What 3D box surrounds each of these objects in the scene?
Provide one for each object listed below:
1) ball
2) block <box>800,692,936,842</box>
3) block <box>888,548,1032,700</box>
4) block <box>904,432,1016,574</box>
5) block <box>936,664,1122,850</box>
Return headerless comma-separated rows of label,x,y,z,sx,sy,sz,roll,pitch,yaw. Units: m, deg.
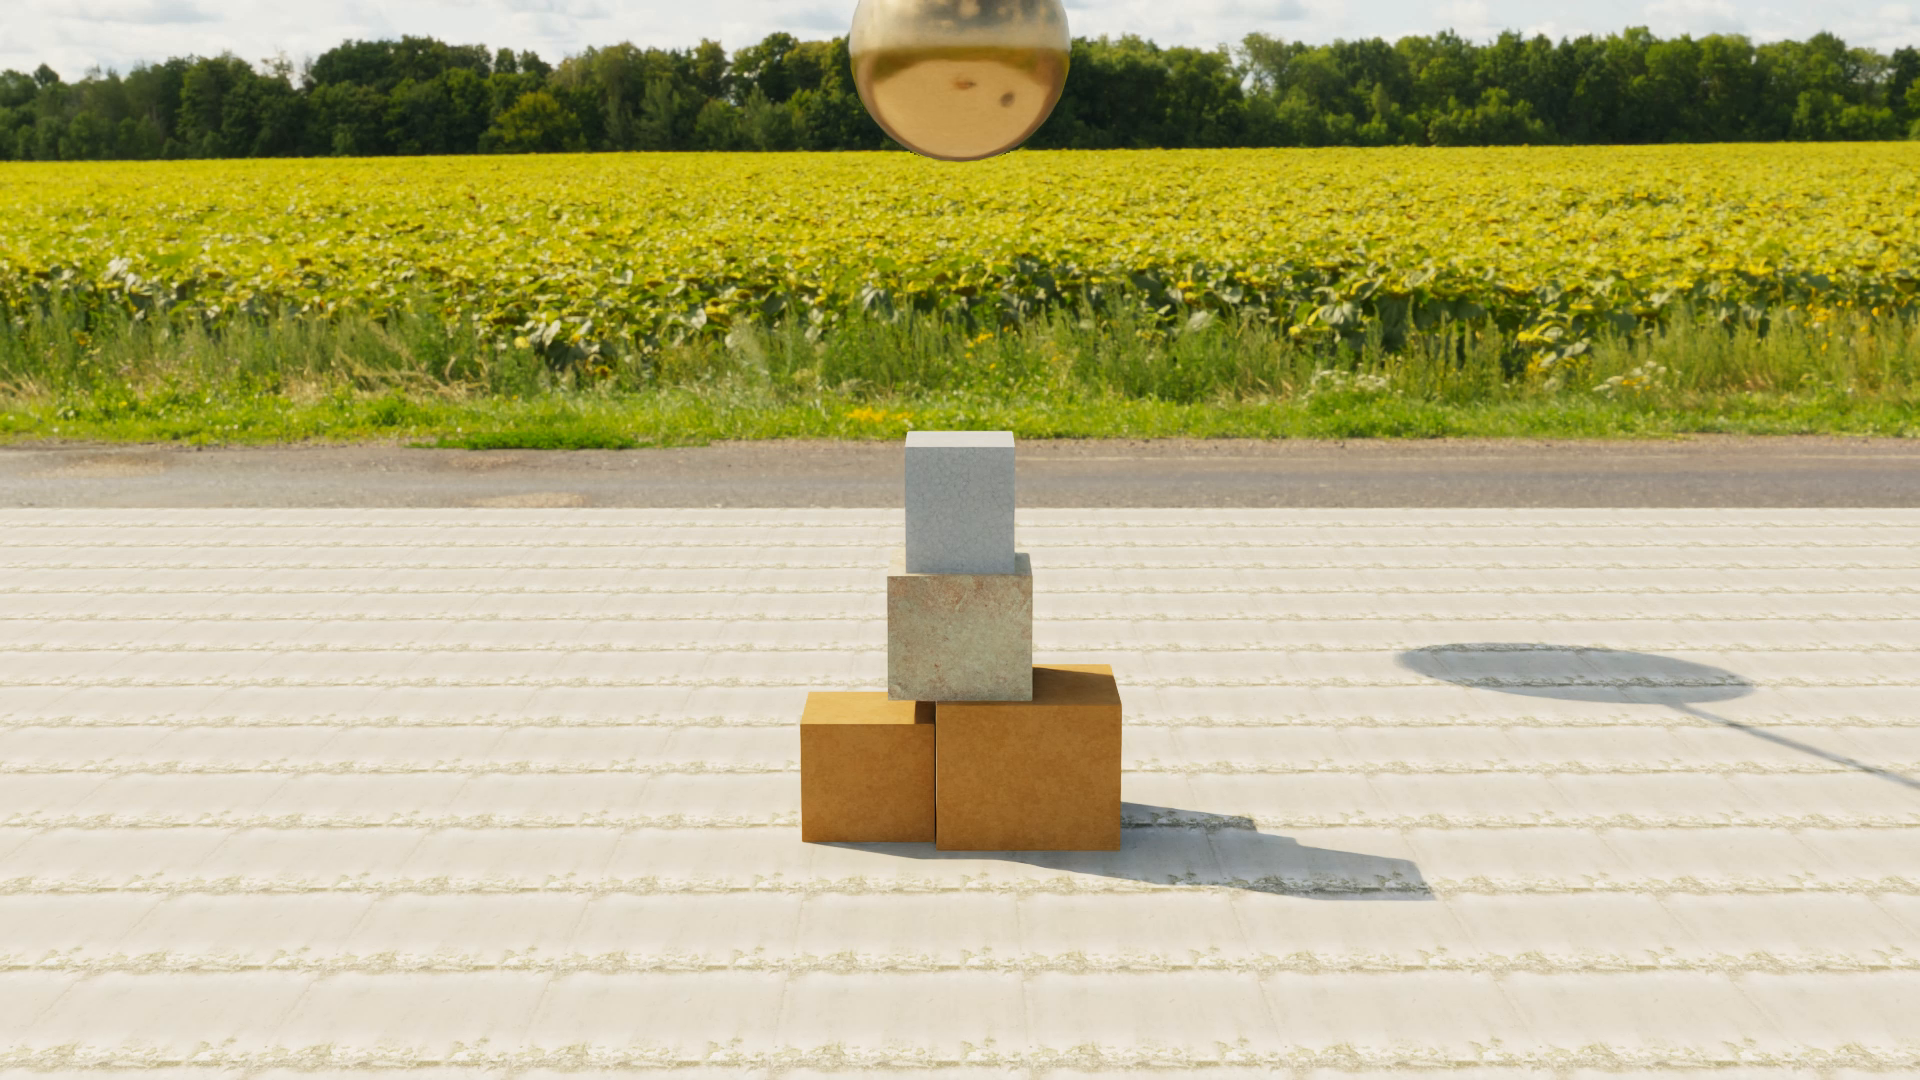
ball,0.000,-3.520,15.780,1.600,1.600,1.600,0,10,0
block,-0.465,1.168,11.413,0.675,0.618,0.659,0,10,0
block,0.000,0.424,11.269,0.720,0.635,0.738,0,10,0
block,0.000,-0.199,11.148,0.541,0.633,0.586,0,10,0
block,0.342,1.109,11.368,0.920,0.750,0.869,0,10,0
